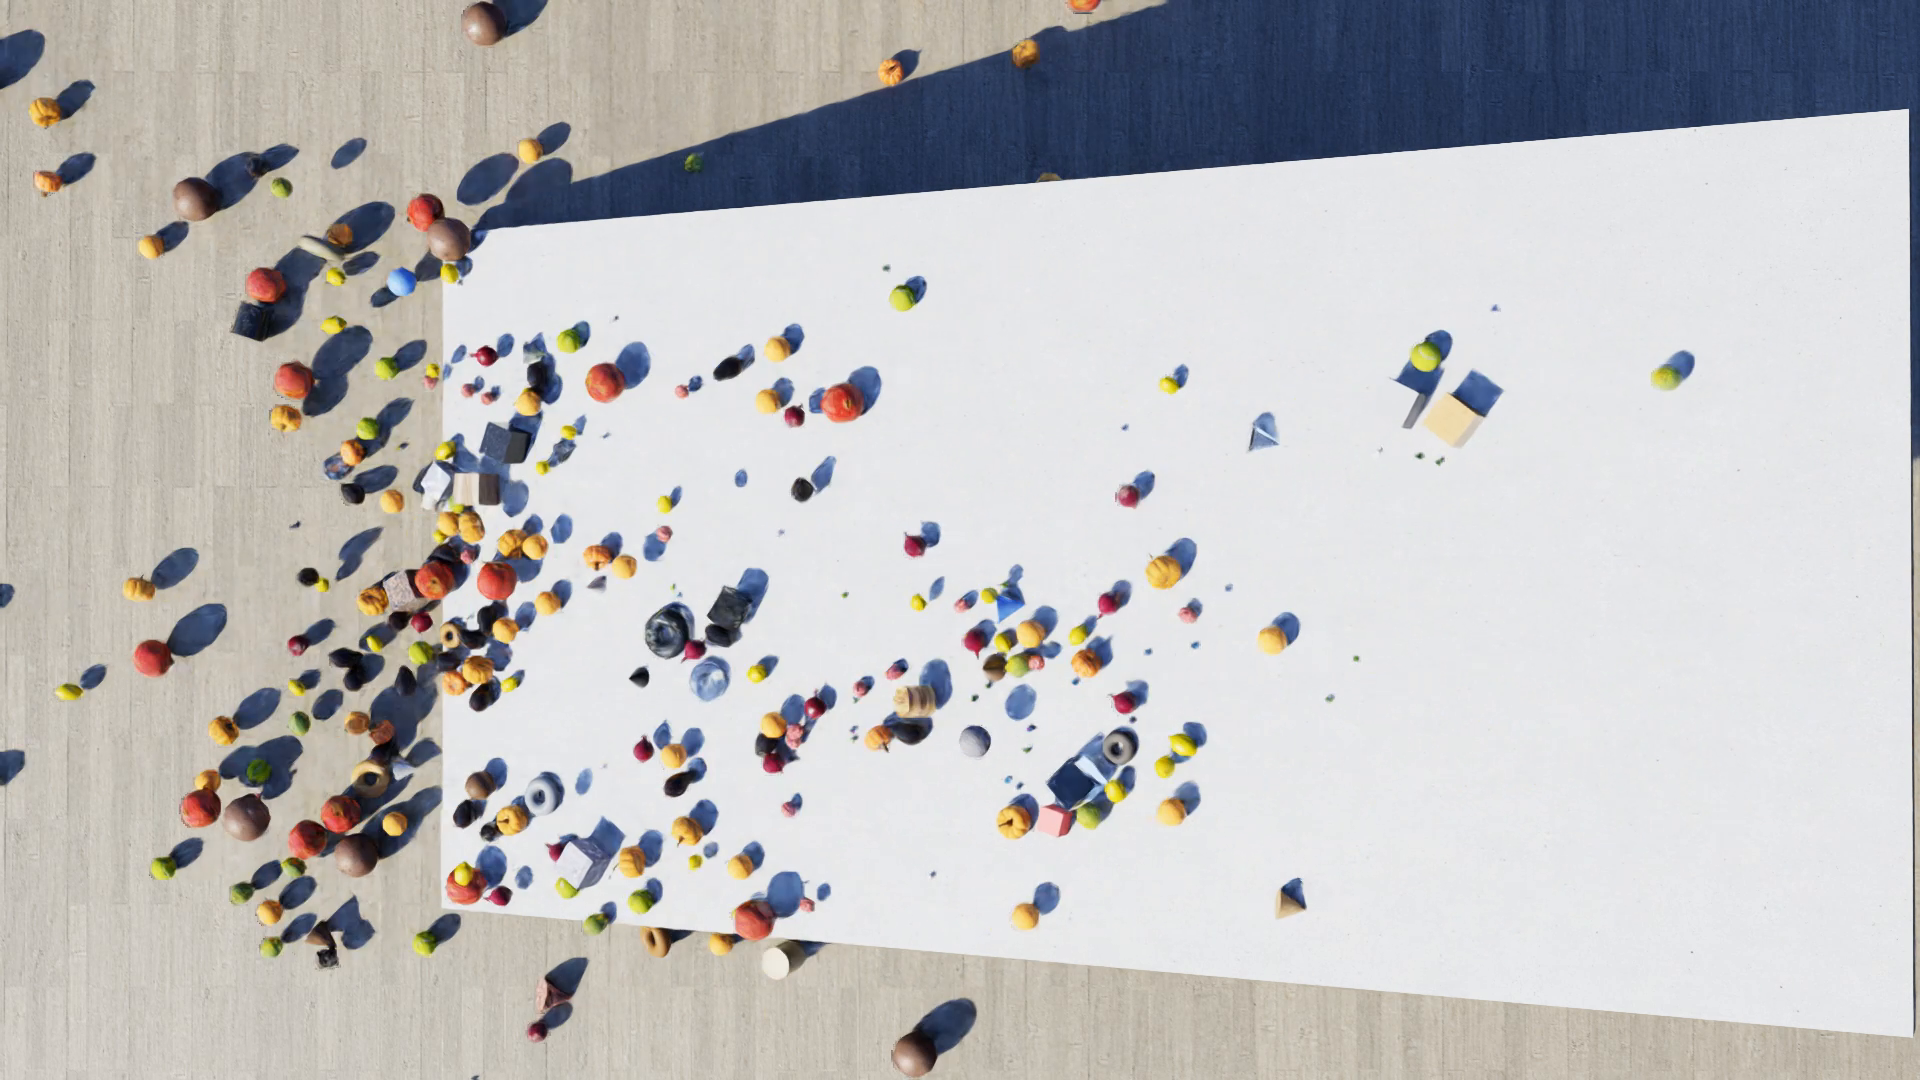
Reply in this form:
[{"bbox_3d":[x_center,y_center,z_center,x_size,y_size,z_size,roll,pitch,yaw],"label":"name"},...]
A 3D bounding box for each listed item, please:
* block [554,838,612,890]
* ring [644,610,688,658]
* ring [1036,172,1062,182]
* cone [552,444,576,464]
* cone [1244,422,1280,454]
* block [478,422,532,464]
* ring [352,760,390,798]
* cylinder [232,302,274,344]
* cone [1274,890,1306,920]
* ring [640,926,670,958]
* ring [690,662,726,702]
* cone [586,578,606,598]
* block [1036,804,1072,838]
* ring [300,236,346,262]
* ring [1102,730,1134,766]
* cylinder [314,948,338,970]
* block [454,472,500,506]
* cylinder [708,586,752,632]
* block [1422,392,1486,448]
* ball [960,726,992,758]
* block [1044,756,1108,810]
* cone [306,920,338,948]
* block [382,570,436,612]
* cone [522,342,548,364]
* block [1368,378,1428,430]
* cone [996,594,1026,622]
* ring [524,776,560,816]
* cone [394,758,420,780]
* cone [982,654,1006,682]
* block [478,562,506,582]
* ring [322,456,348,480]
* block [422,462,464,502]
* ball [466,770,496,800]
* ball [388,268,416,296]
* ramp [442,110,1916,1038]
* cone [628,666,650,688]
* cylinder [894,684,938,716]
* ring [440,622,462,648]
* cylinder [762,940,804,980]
[{"bbox_3d":[-1.066,0.914,6.221,0.098,0.098,0.098,37,105,22],"label":"block"},{"bbox_3d":[-0.818,0.262,6.134,0.139,0.046,0.139,0,91,26],"label":"ring"},{"bbox_3d":[0.261,-1.044,6.509,0.092,0.031,0.092,-9,68,24],"label":"ring"},{"bbox_3d":[-1.127,-0.259,6.303,0.064,0.064,0.064,-22,89,-2],"label":"cone"},{"bbox_3d":[0.744,-0.241,5.369,0.080,0.080,0.080,10,89,-1],"label":"cone"},{"bbox_3d":[-1.314,-0.281,6.359,0.093,0.093,0.093,23,99,25],"label":"block"},{"bbox_3d":[-1.763,0.714,6.579,0.117,0.039,0.117,0,91,2],"label":"ring"},{"bbox_3d":[-2.112,-0.648,6.560,0.097,0.097,0.097,17,86,0],"label":"cylinder"},{"bbox_3d":[0.806,0.891,5.327,0.075,0.075,0.075,8,89,-1],"label":"cone"},{"bbox_3d":[-0.907,1.181,6.541,0.043,0.128,0.128,-18,89,-38],"label":"ring"},{"bbox_3d":[-0.698,0.391,6.078,0.113,0.038,0.113,0,90,28],"label":"ring"},{"bbox_3d":[-1.044,0.135,6.241,0.057,0.057,0.057,0,89,26],"label":"cone"},{"bbox_3d":[0.240,0.714,5.594,0.062,0.062,0.062,17,97,26],"label":"block"},{"bbox_3d":[-1.898,-0.868,6.546,0.140,0.140,0.047,18,88,0],"label":"ring"},{"bbox_3d":[0.399,0.524,5.536,0.087,0.029,0.087,-1,88,27],"label":"ring"},{"bbox_3d":[-1.882,1.244,6.532,0.054,0.054,0.054,-11,89,-29],"label":"cylinder"},{"bbox_3d":[-1.410,-0.147,6.407,0.090,0.090,0.090,3,91,26],"label":"block"},{"bbox_3d":[-0.628,0.188,6.005,0.092,0.092,0.092,29,98,0],"label":"cylinder"},{"bbox_3d":[1.153,-0.279,5.135,0.092,0.092,0.092,41,106,21],"label":"block"},{"bbox_3d":[0.038,0.511,5.579,0.081,0.081,0.081,0,89,0],"label":"ball"},{"bbox_3d":[0.293,0.613,5.550,0.095,0.095,0.095,-47,71,18],"label":"block"},{"bbox_3d":[-1.887,1.190,6.547,0.086,0.086,0.086,34,89,4],"label":"cone"},{"bbox_3d":[-1.630,0.149,6.514,0.094,0.094,0.094,-30,76,25],"label":"block"},{"bbox_3d":[-1.223,-0.539,6.353,0.067,0.067,0.067,6,89,0],"label":"cone"},{"bbox_3d":[1.036,-0.323,5.195,0.090,0.090,0.090,30,102,23],"label":"block"},{"bbox_3d":[0.134,0.171,5.668,0.077,0.077,0.077,-8,89,-1],"label":"cone"},{"bbox_3d":[-1.203,0.738,6.324,0.114,0.038,0.114,-1,87,26],"label":"ring"},{"bbox_3d":[-1.642,0.681,6.555,0.072,0.072,0.072,-3,89,8],"label":"cone"},{"bbox_3d":[0.073,0.332,5.675,0.072,0.072,0.072,0,89,26],"label":"cone"},{"bbox_3d":[-1.365,0.093,6.404,0.052,0.052,0.052,9,93,26],"label":"block"},{"bbox_3d":[-1.875,-0.215,6.596,0.076,0.025,0.076,0,95,-2],"label":"ring"},{"bbox_3d":[-1.514,-0.172,6.464,0.082,0.082,0.082,40,106,21],"label":"block"},{"bbox_3d":[-1.395,0.714,6.393,0.086,0.086,0.086,0,89,0],"label":"ball"},{"bbox_3d":[-1.661,-0.768,6.547,0.083,0.083,0.083,0,89,0],"label":"ball"},{"bbox_3d":[0.280,0.080,5.672,4.000,0.100,2.000,0,89,26],"label":"ramp"},{"bbox_3d":[-0.914,0.388,6.171,0.061,0.061,0.061,0,89,26],"label":"cone"},{"bbox_3d":[-0.117,0.420,5.742,0.083,0.083,0.083,3,89,-32],"label":"cylinder"},{"bbox_3d":[-1.501,0.280,6.480,0.080,0.027,0.080,4,99,27],"label":"ring"},{"bbox_3d":[-0.524,1.243,6.518,0.093,0.093,0.093,3,96,25],"label":"cylinder"}]
